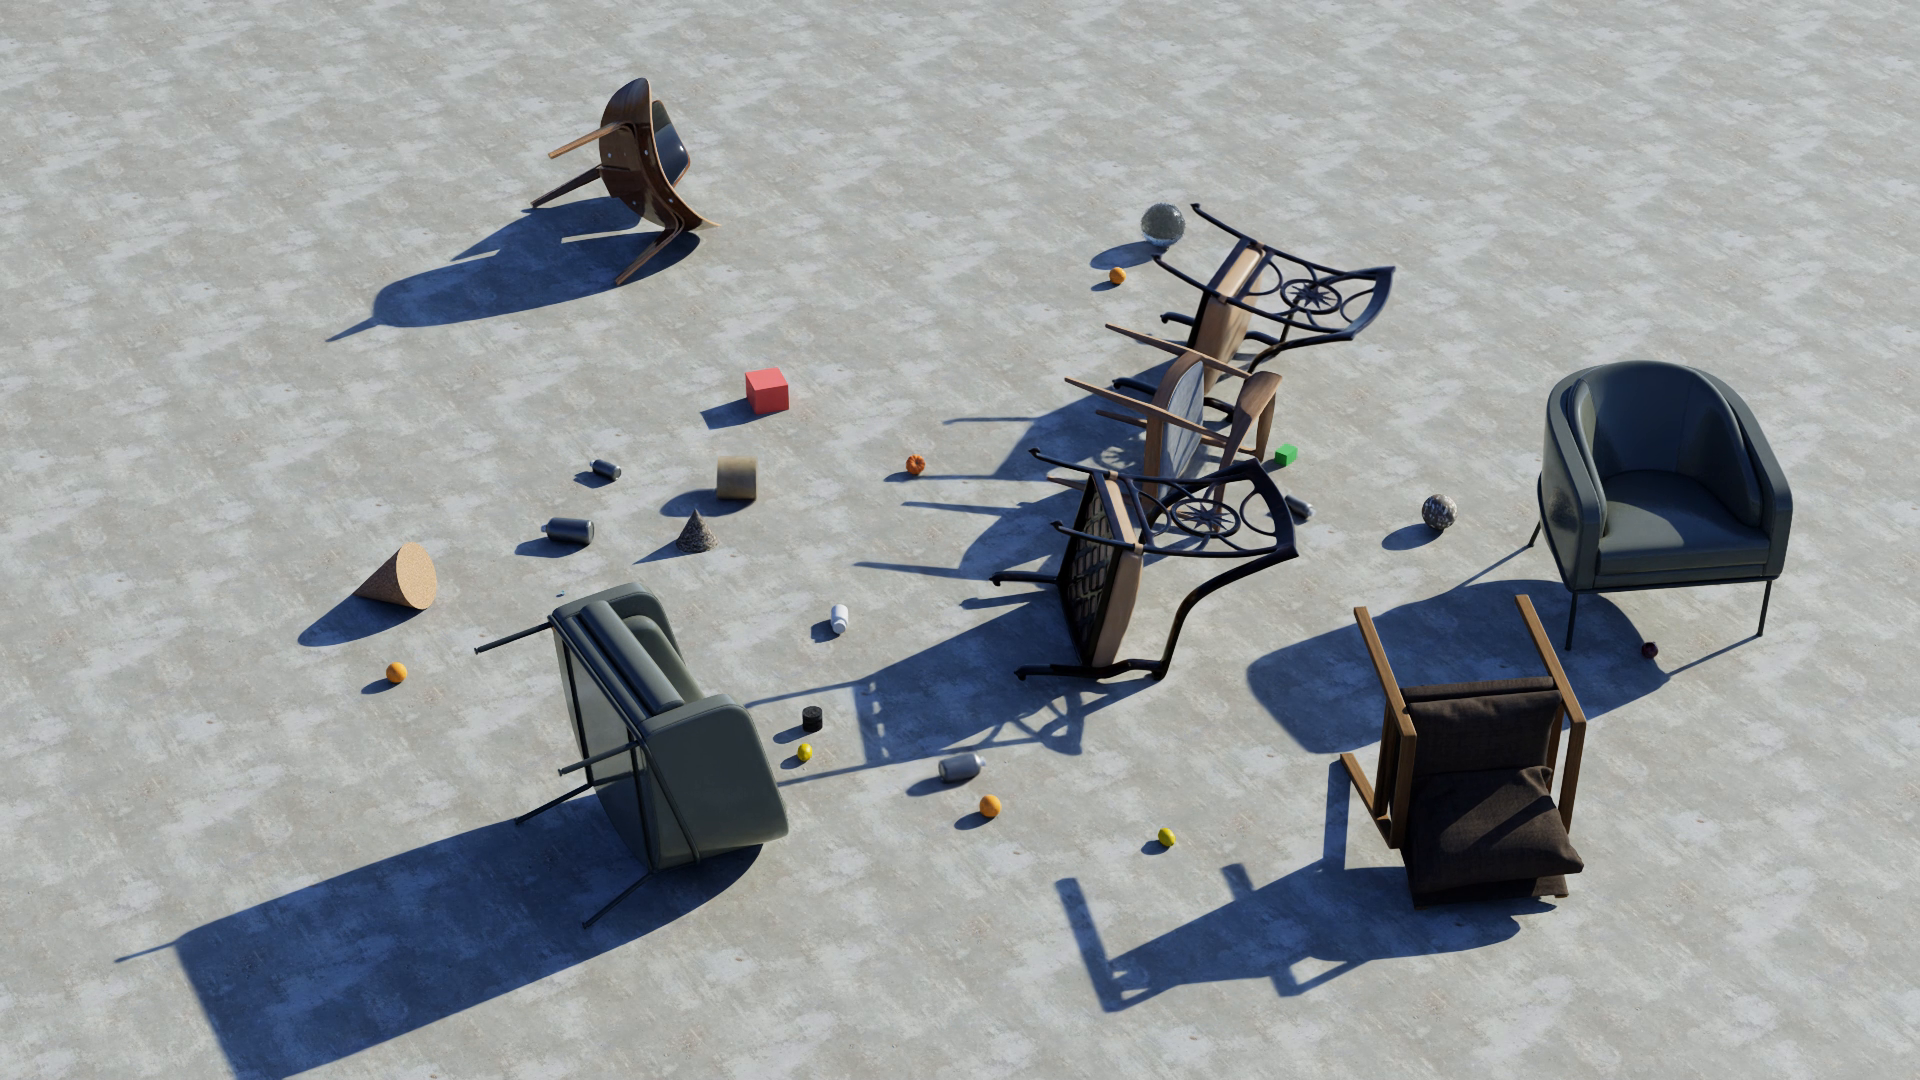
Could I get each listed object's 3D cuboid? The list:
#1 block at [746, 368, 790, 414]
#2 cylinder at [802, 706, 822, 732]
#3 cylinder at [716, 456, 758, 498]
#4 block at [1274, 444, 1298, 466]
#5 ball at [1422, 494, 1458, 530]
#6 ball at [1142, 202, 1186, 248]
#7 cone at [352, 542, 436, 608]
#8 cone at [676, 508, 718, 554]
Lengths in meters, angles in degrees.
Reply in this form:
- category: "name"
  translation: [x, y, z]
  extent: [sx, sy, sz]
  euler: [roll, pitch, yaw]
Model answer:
- category: "block"
  translation: [-0.773, -0.597, 11.746]
  extent: [0.137, 0.115, 0.148]
  euler: [-11, 35, -16]
- category: "cylinder"
  translation: [-0.501, 0.609, 9.962]
  extent: [0.069, 0.064, 0.064]
  euler: [-12, 35, -17]
- category: "cylinder"
  translation: [-0.848, -0.238, 11.183]
  extent: [0.148, 0.128, 0.180]
  euler: [0, 52, 0]
- category: "block"
  translation: [1.267, -0.331, 11.401]
  extent: [0.054, 0.050, 0.076]
  euler: [23, 40, 31]
- category: "ball"
  translation: [1.797, -0.106, 10.983]
  extent: [0.134, 0.134, 0.134]
  euler: [0, 33, 0]
- category: "ball"
  translation: [0.891, -1.382, 12.866]
  extent: [0.193, 0.193, 0.193]
  euler: [0, 33, 0]
- category: "cone"
  translation: [-2.083, 0.162, 10.596]
  extent: [0.283, 0.242, 0.273]
  euler: [-15, 21, 20]
- category: "cone"
  translation: [-0.980, -0.054, 10.889]
  extent: [0.159, 0.151, 0.147]
  euler: [-10, 35, -15]
